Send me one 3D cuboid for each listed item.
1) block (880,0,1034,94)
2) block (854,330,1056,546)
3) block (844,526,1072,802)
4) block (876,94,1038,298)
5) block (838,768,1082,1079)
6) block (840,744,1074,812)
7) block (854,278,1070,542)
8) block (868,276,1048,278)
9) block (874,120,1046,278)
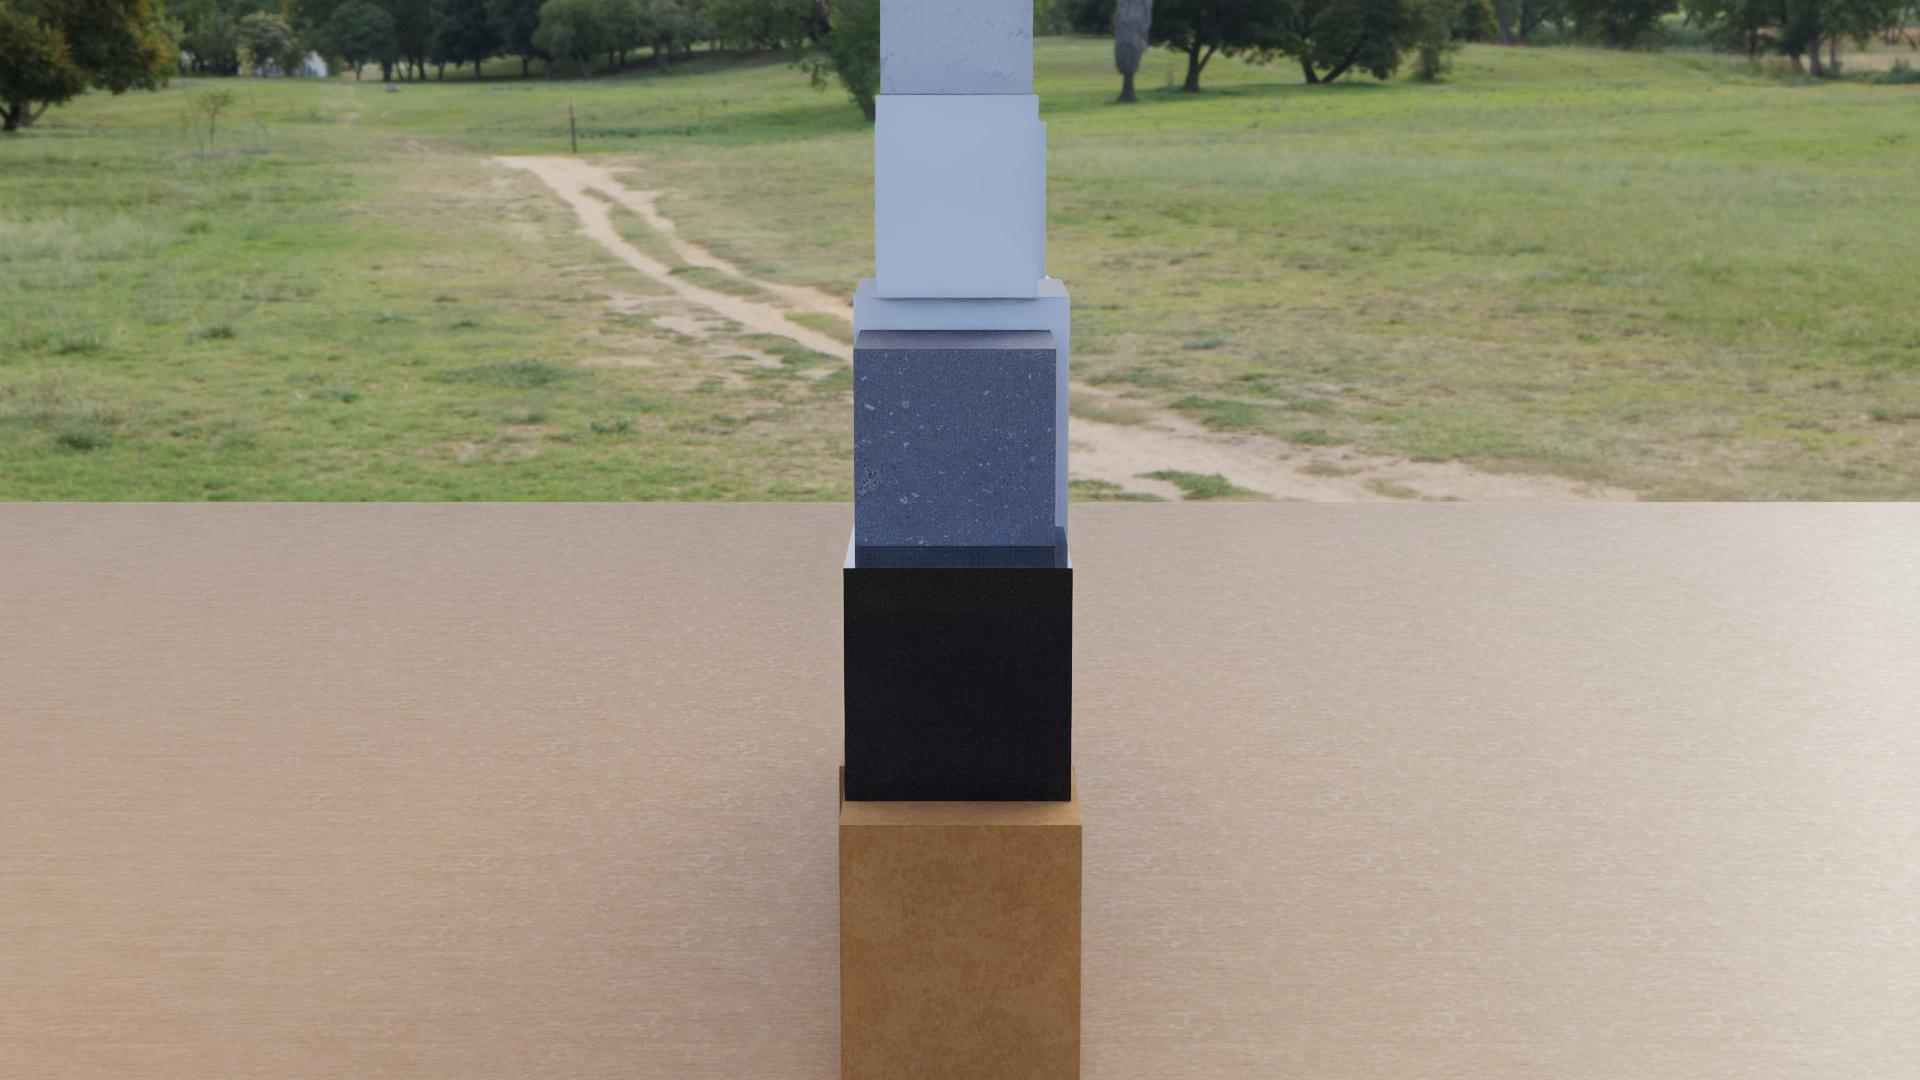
[{"bbox_3d":[-0.014,-2.198,10.789,0.622,0.644,0.723,0,9,0],"label":"block"},{"bbox_3d":[-0.019,-0.400,9.744,0.739,0.729,0.702,0,10,0],"label":"block"},{"bbox_3d":[-0.007,0.442,9.531,0.809,0.851,0.846,0,10,0],"label":"block"},{"bbox_3d":[-0.011,-1.385,10.234,0.624,0.774,0.706,0,10,0],"label":"block"},{"bbox_3d":[0.002,1.372,9.407,0.844,0.934,0.857,0,10,0],"label":"block"},{"bbox_3d":[-0.013,1.228,10.268,0.893,0.910,0.869,0,10,0],"label":"block"},{"bbox_3d":[0.006,-0.537,10.526,0.844,0.999,0.867,0,10,0],"label":"block"},{"bbox_3d":[-0.006,-0.655,11.367,0.817,0.963,0.810,0,10,0],"label":"block"},{"bbox_3d":[0.002,-1.538,11.591,0.748,0.695,0.720,0,10,0],"label":"block"}]
